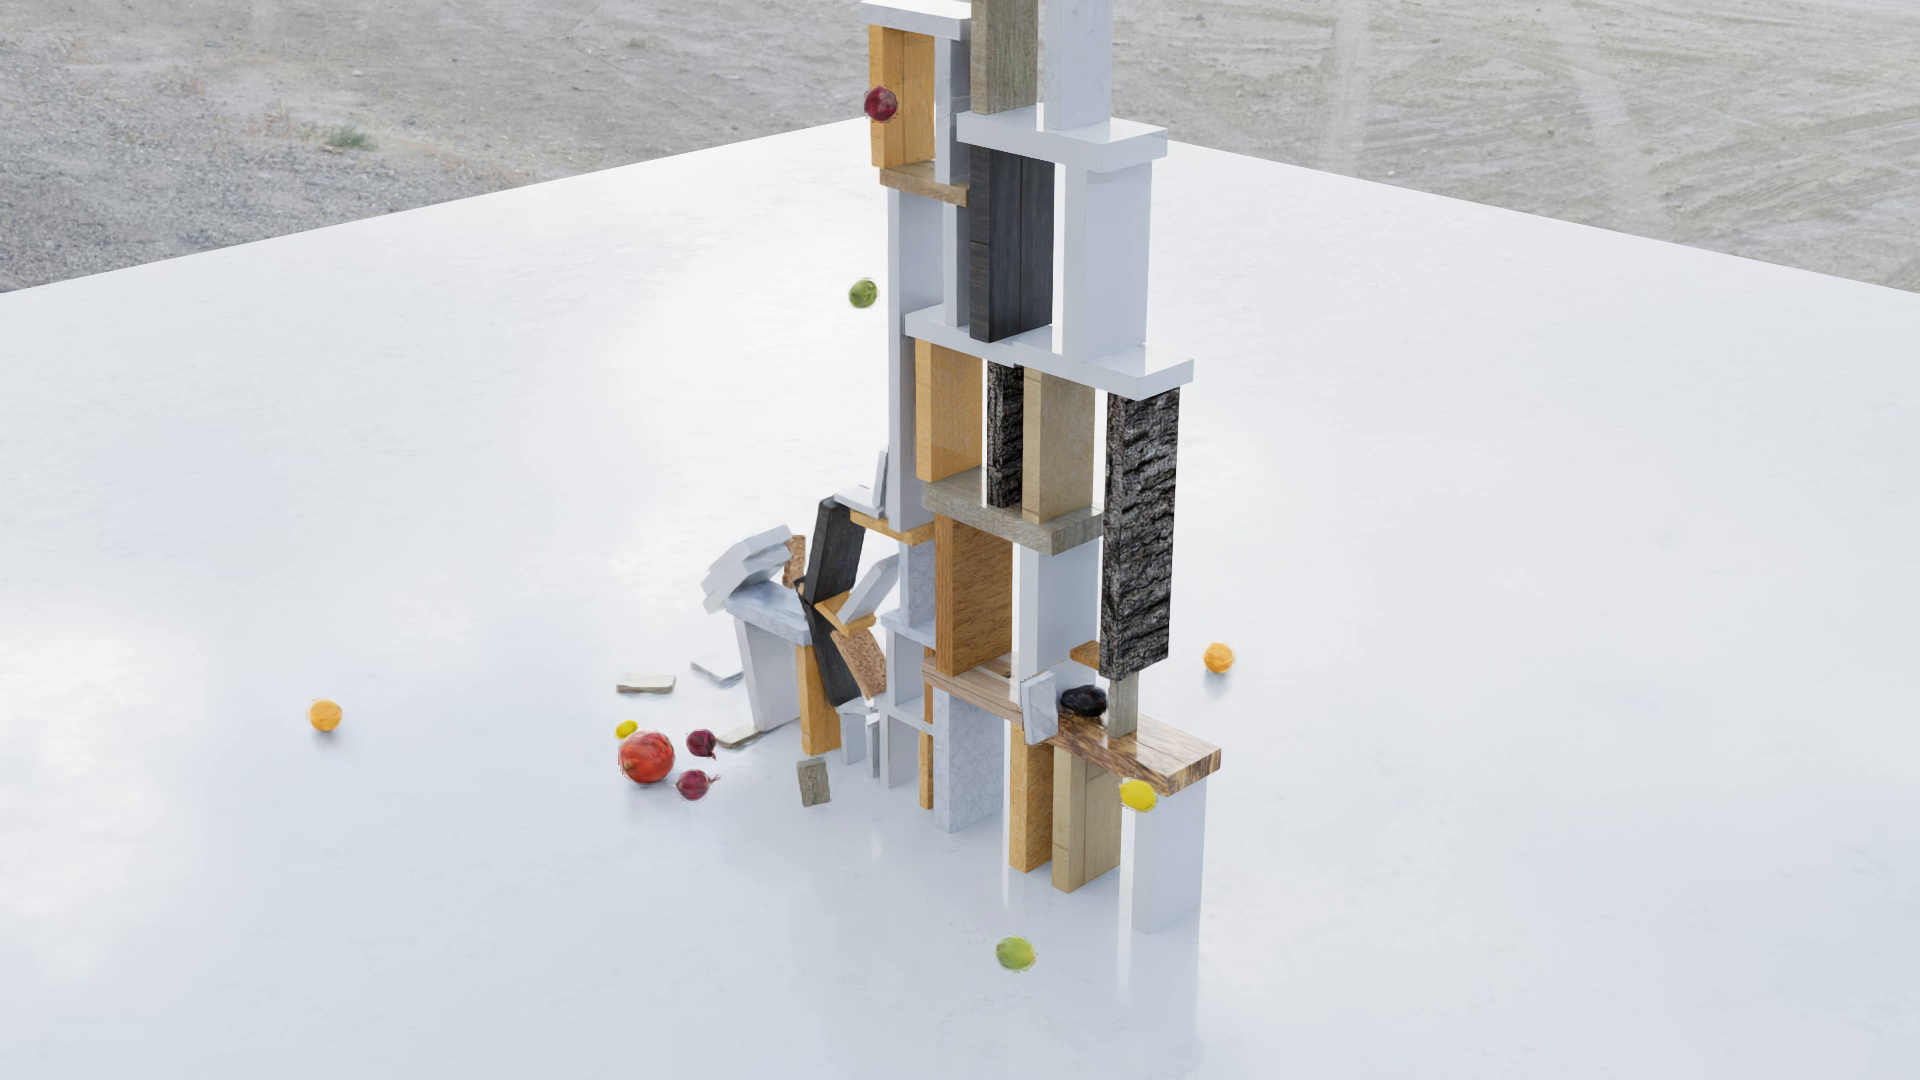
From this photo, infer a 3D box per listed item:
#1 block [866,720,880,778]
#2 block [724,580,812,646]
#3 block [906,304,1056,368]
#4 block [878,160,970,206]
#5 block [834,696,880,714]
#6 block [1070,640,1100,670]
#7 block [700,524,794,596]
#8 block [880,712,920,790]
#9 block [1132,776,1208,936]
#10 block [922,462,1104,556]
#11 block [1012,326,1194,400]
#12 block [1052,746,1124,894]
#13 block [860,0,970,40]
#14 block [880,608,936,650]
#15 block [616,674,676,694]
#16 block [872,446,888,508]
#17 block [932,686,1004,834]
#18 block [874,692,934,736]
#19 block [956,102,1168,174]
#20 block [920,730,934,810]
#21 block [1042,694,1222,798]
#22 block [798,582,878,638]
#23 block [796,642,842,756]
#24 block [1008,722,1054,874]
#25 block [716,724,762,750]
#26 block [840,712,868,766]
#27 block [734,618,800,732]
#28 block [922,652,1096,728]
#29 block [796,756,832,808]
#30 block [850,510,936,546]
[{"bbox_3d":[-0.167,0.433,4.588,0.017,0.119,0.059,21,31,41],"label":"block"},{"bbox_3d":[-0.372,0.155,4.696,0.254,0.036,0.127,20,30,41],"label":"block"},{"bbox_3d":[0.046,-0.379,4.015,0.276,0.039,0.138,21,31,40],"label":"block"},{"bbox_3d":[-0.028,-0.648,3.979,0.113,0.032,0.226,-21,31,-40],"label":"block"},{"bbox_3d":[-0.202,0.344,4.587,0.059,0.017,0.119,-21,12,-40],"label":"block"},{"bbox_3d":[0.268,0.219,4.021,0.125,0.018,0.063,21,31,40],"label":"block"},{"bbox_3d":[-0.463,0.045,4.756,0.116,0.033,0.232,-22,-12,-38],"label":"block"},{"bbox_3d":[-0.125,0.420,4.545,0.088,0.176,0.025,-21,31,-40],"label":"block"},{"bbox_3d":[0.386,0.562,4.049,0.043,0.301,0.151,21,31,41],"label":"block"},{"bbox_3d":[0.105,-0.060,4.080,0.329,0.047,0.165,21,31,41],"label":"block"},{"bbox_3d":[0.247,-0.311,3.819,0.290,0.041,0.145,21,31,40],"label":"block"},{"bbox_3d":[0.243,0.507,4.180,0.043,0.301,0.151,21,31,41],"label":"block"},{"bbox_3d":[-0.045,-0.926,3.890,0.128,0.036,0.256,-21,31,-40],"label":"block"},{"bbox_3d":[-0.071,0.172,4.377,0.084,0.024,0.168,-21,30,-40],"label":"block"},{"bbox_3d":[-0.710,0.325,4.972,0.123,0.017,0.062,2,23,5],"label":"block"},{"bbox_3d":[-0.140,-0.130,4.322,0.018,0.124,0.062,26,34,26],"label":"block"},{"bbox_3d":[0.018,0.414,4.383,0.044,0.314,0.157,21,31,41],"label":"block"},{"bbox_3d":[-0.084,0.344,4.467,0.088,0.025,0.176,-21,31,-40],"label":"block"},{"bbox_3d":[0.171,-0.690,3.743,0.334,0.047,0.167,21,31,41],"label":"block"},{"bbox_3d":[-0.042,0.452,4.468,0.088,0.176,0.025,-21,31,-40],"label":"block"},{"bbox_3d":[0.314,0.376,4.047,0.302,0.043,0.151,21,31,41],"label":"block"},{"bbox_3d":[-0.254,0.133,4.557,0.079,0.022,0.158,-24,54,-41],"label":"block"},{"bbox_3d":[-0.279,0.322,4.674,0.127,0.254,0.036,-15,24,-32],"label":"block"},{"bbox_3d":[0.166,0.472,4.247,0.044,0.314,0.157,21,31,41],"label":"block"},{"bbox_3d":[-0.476,0.424,4.745,0.046,0.013,0.093,20,30,38],"label":"block"},{"bbox_3d":[-0.224,0.411,4.640,0.017,0.119,0.059,19,30,41],"label":"block"},{"bbox_3d":[-0.410,0.274,4.787,0.127,0.254,0.036,-21,17,-41],"label":"block"},{"bbox_3d":[0.092,0.278,4.245,0.314,0.044,0.157,21,31,41],"label":"block"},{"bbox_3d":[-0.296,0.490,4.449,0.058,0.116,0.016,-11,41,-8],"label":"block"},{"bbox_3d":[-0.122,-0.036,4.343,0.090,0.026,0.181,-21,30,-40],"label":"block"}]
